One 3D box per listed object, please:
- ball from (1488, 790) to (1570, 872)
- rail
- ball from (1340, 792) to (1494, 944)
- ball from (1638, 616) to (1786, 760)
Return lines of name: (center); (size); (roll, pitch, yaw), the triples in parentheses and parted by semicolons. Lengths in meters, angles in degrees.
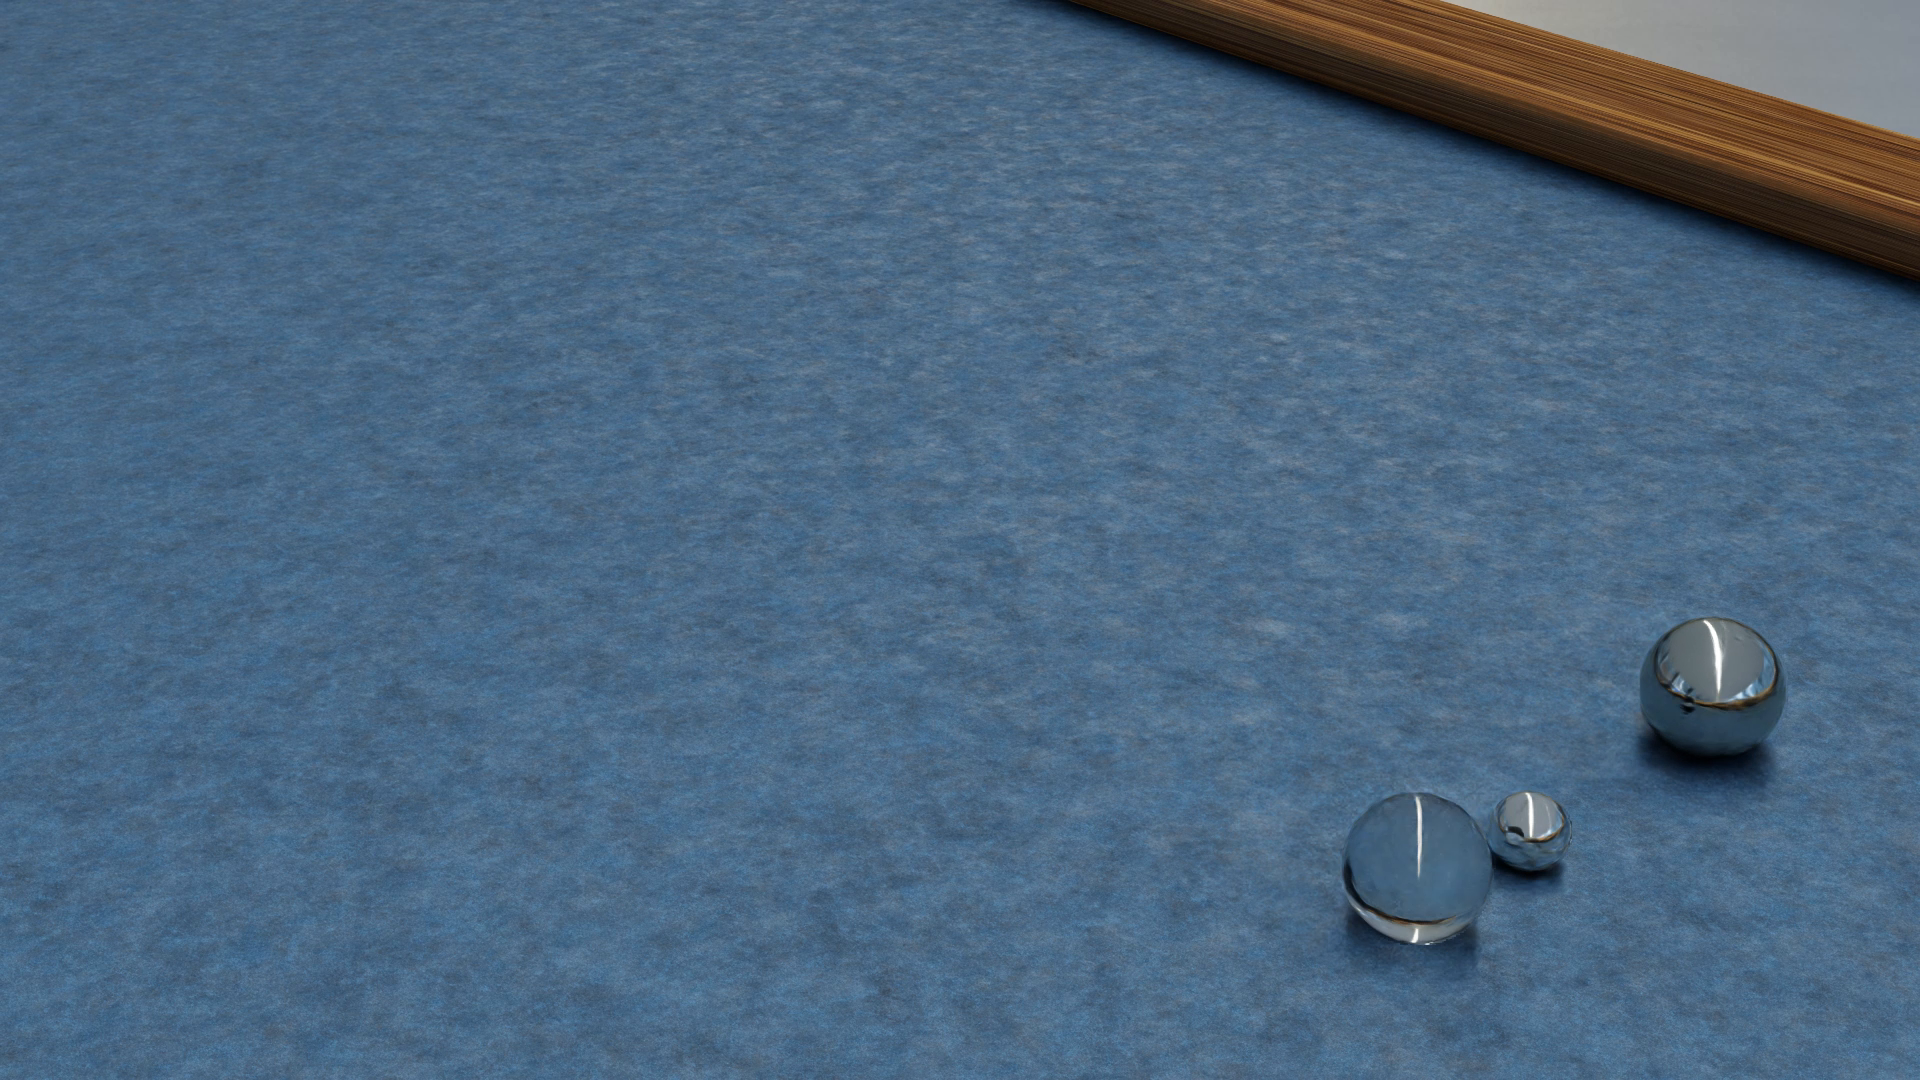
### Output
ball: (0.343, 0.175, 1.773); (0.049, 0.049, 0.049); (0, 25, 0)
rail: (0.222, -0.651, 3.418); (0.045, 0.129, 4.080); (-18, 31, -33)
ball: (0.264, 0.189, 1.700); (0.087, 0.087, 0.087); (0, 25, 0)
ball: (0.484, 0.095, 1.892); (0.092, 0.092, 0.092); (0, 25, 0)
